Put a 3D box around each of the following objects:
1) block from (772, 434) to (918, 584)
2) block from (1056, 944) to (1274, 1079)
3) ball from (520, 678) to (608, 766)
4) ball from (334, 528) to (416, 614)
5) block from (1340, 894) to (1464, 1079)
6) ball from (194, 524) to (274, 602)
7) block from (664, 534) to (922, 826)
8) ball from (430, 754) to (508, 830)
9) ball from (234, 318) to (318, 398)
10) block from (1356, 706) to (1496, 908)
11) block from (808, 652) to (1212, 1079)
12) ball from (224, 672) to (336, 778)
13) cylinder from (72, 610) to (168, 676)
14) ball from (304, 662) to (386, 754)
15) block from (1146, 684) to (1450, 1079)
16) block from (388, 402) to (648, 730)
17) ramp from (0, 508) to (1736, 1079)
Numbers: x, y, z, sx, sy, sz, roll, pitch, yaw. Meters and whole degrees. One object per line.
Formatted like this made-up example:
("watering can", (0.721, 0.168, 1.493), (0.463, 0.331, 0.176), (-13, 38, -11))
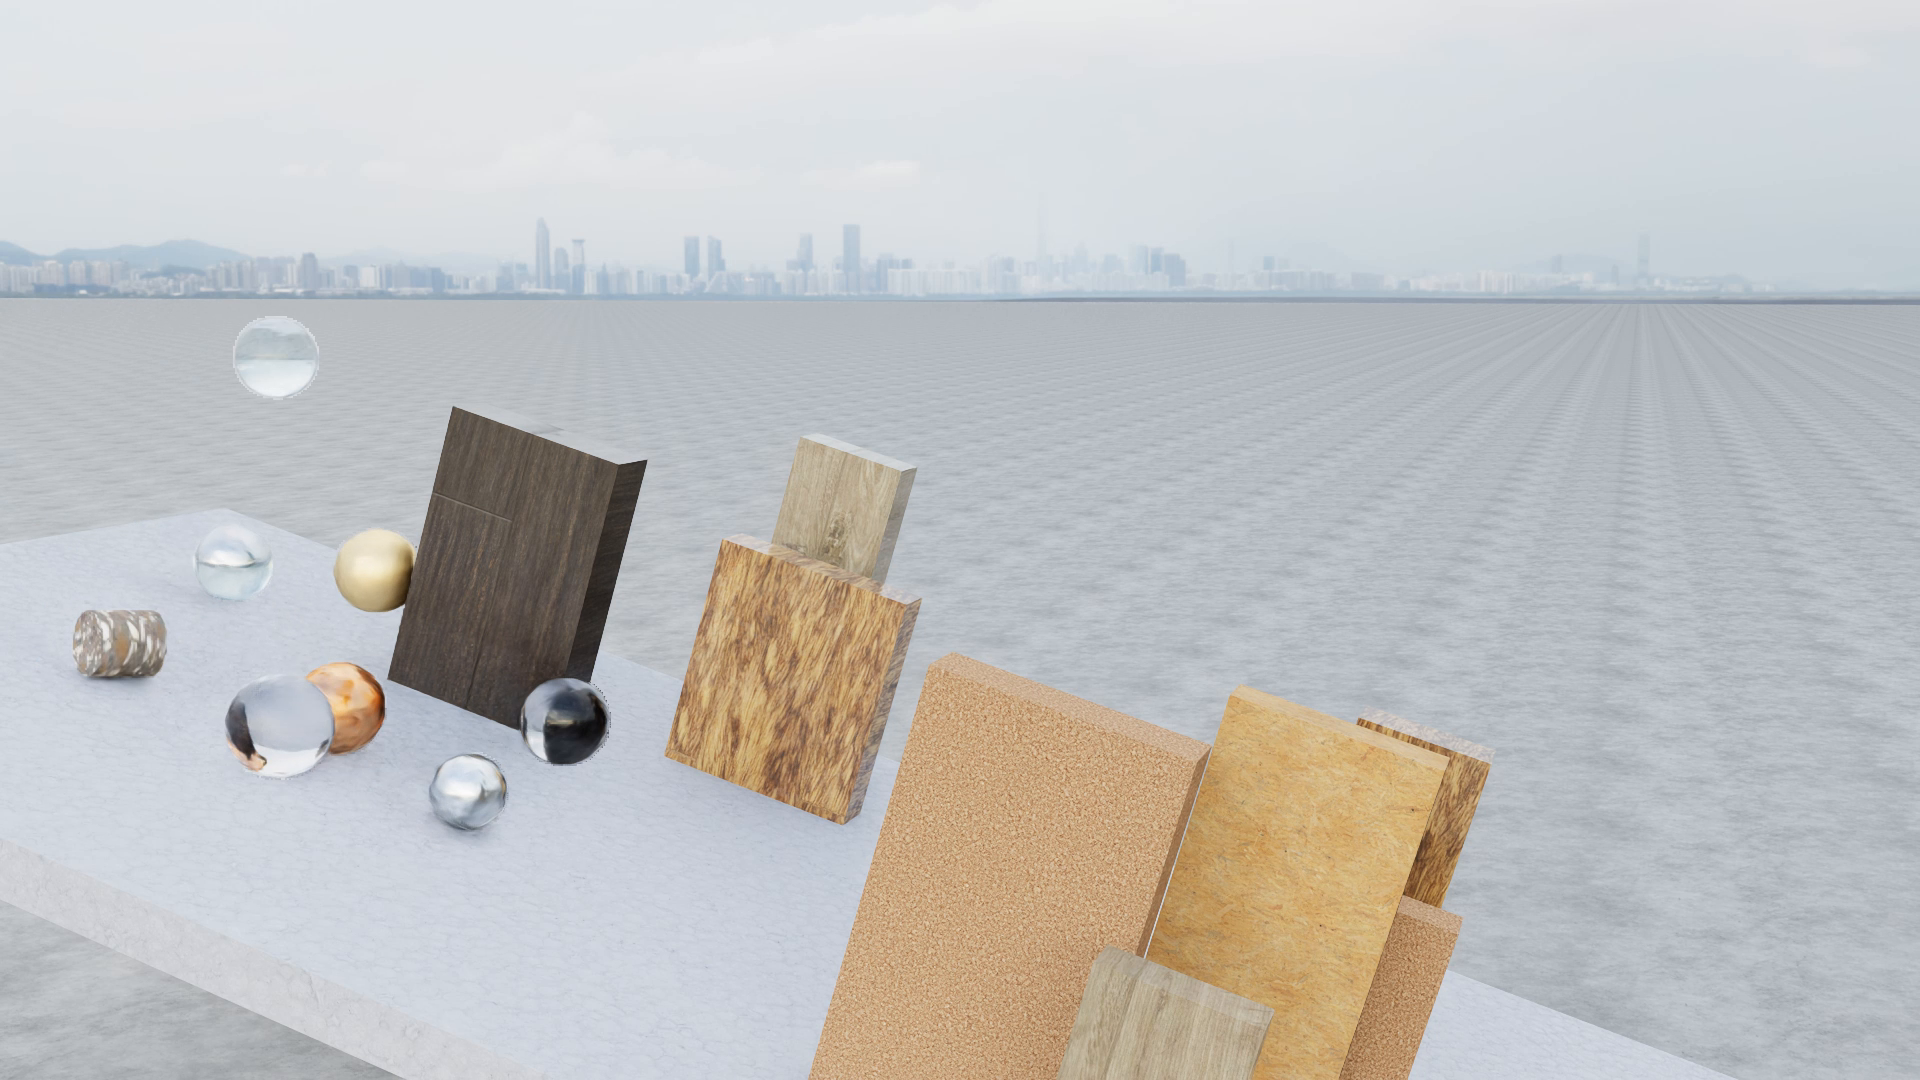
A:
("block", (-0.324, 0.132, 5.037), (0.251, 0.705, 0.115), (19, 12, 14))
("block", (0.251, 0.837, 3.111), (0.251, 0.456, 0.087), (19, 12, 14))
("ball", (-0.816, 0.373, 4.534), (0.181, 0.181, 0.181), (0, 7, 0))
("ball", (-1.257, 0.067, 4.746), (0.182, 0.182, 0.182), (0, 7, 0))
("block", (0.657, 0.814, 3.848), (0.312, 0.431, 0.104), (19, 12, 14))
("ball", (-1.634, 0.052, 4.948), (0.172, 0.172, 0.172), (0, 7, 0))
("block", (-0.361, 0.296, 4.723), (0.430, 0.502, 0.110), (19, 12, 14))
("ball", (-0.909, 0.465, 4.068), (0.140, 0.140, 0.140), (0, 7, 0))
("ball", (-1.483, -0.395, 4.769), (0.171, 0.171, 0.171), (0, 7, 0))
("block", (0.765, 0.669, 4.094), (0.248, 0.666, 0.120), (19, 12, 14))
("block", (0.068, 0.587, 3.375), (0.427, 0.721, 0.119), (19, 12, 14))
("ball", (-1.251, 0.342, 4.047), (0.194, 0.194, 0.194), (0, 7, 0))
("cylinder", (-1.649, 0.202, 4.317), (0.130, 0.130, 0.130), (7, 2, 43))
("ball", (-1.199, 0.324, 4.246), (0.177, 0.177, 0.177), (0, 7, 0))
("block", (0.517, 0.651, 3.652), (0.360, 0.739, 0.102), (19, 12, 14))
("block", (-0.950, 0.065, 4.707), (0.399, 0.619, 0.140), (19, 12, 14))
("ramp", (-0.370, 0.715, 4.235), (4.000, 0.100, 2.000), (19, 12, 14))
